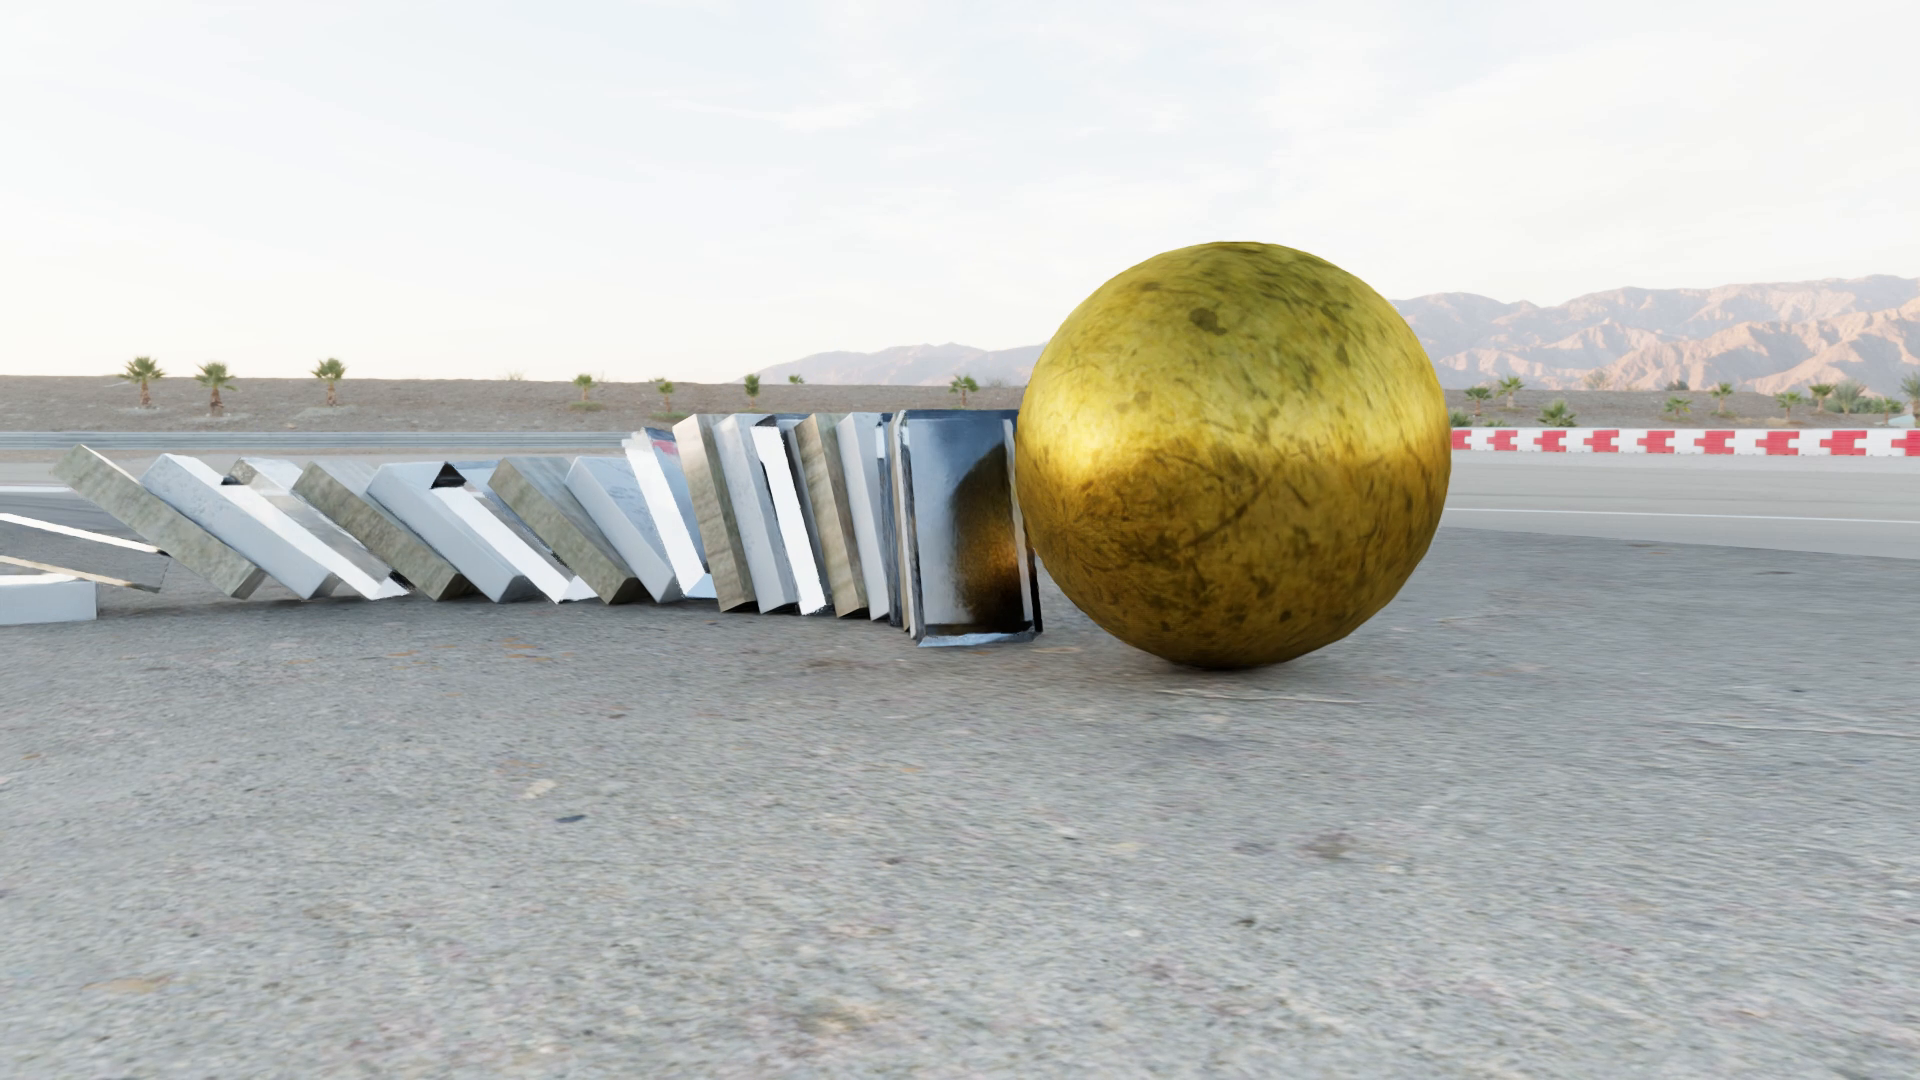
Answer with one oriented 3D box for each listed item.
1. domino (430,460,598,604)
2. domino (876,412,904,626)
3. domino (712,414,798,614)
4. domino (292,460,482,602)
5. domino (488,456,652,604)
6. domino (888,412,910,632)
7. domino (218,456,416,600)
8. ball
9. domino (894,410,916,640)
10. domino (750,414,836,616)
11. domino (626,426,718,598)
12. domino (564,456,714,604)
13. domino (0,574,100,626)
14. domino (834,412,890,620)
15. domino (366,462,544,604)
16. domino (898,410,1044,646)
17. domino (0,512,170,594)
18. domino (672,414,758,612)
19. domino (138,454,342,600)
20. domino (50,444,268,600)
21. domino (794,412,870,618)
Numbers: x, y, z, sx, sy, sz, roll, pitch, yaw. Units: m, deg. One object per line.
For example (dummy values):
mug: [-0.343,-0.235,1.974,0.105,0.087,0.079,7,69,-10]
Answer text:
domino: [-0.120,-0.003,0.357,0.050,0.009,0.025,39,14,11]
domino: [-0.005,-0.005,0.305,0.025,0.050,0.010,-1,-18,-14]
domino: [-0.046,-0.007,0.332,0.009,0.050,0.025,-23,-11,37]
domino: [-0.156,-0.003,0.355,0.050,0.010,0.025,37,6,3]
domino: [-0.103,-0.003,0.354,0.050,0.010,0.025,42,17,14]
domino: [-0.002,-0.005,0.296,0.025,0.050,0.009,-1,-18,-14]
domino: [-0.173,-0.003,0.352,0.050,0.010,0.025,37,1,-1]
ball: [0.050,-0.016,0.243,0.080,0.080,0.080,0,4,0]
domino: [0.000,-0.004,0.285,0.025,0.050,0.010,-1,-18,-14]
domino: [-0.035,-0.007,0.329,0.009,0.050,0.025,-23,-11,38]
domino: [-0.070,-0.007,0.347,0.025,0.050,0.009,8,-44,-49]
domino: [-0.085,-0.004,0.354,0.050,0.010,0.025,46,25,26]
domino: [-0.237,0.015,0.307,0.050,0.009,0.025,-3,5,-32]
domino: [-0.013,-0.006,0.317,0.025,0.050,0.010,-3,-16,-34]
domino: [-0.137,-0.003,0.357,0.050,0.010,0.025,38,13,10]
domino: [0.002,-0.003,0.275,0.025,0.050,0.009,-1,-18,-14]
domino: [-0.224,0.002,0.316,0.050,0.010,0.025,17,-6,-31]
domino: [-0.056,-0.008,0.335,0.010,0.050,0.025,-23,-10,37]
domino: [-0.190,-0.003,0.344,0.050,0.009,0.025,39,-8,-11]
domino: [-0.206,-0.004,0.333,0.050,0.010,0.025,39,-17,-13]
domino: [-0.024,-0.007,0.323,0.025,0.050,0.010,-4,-15,-42]
